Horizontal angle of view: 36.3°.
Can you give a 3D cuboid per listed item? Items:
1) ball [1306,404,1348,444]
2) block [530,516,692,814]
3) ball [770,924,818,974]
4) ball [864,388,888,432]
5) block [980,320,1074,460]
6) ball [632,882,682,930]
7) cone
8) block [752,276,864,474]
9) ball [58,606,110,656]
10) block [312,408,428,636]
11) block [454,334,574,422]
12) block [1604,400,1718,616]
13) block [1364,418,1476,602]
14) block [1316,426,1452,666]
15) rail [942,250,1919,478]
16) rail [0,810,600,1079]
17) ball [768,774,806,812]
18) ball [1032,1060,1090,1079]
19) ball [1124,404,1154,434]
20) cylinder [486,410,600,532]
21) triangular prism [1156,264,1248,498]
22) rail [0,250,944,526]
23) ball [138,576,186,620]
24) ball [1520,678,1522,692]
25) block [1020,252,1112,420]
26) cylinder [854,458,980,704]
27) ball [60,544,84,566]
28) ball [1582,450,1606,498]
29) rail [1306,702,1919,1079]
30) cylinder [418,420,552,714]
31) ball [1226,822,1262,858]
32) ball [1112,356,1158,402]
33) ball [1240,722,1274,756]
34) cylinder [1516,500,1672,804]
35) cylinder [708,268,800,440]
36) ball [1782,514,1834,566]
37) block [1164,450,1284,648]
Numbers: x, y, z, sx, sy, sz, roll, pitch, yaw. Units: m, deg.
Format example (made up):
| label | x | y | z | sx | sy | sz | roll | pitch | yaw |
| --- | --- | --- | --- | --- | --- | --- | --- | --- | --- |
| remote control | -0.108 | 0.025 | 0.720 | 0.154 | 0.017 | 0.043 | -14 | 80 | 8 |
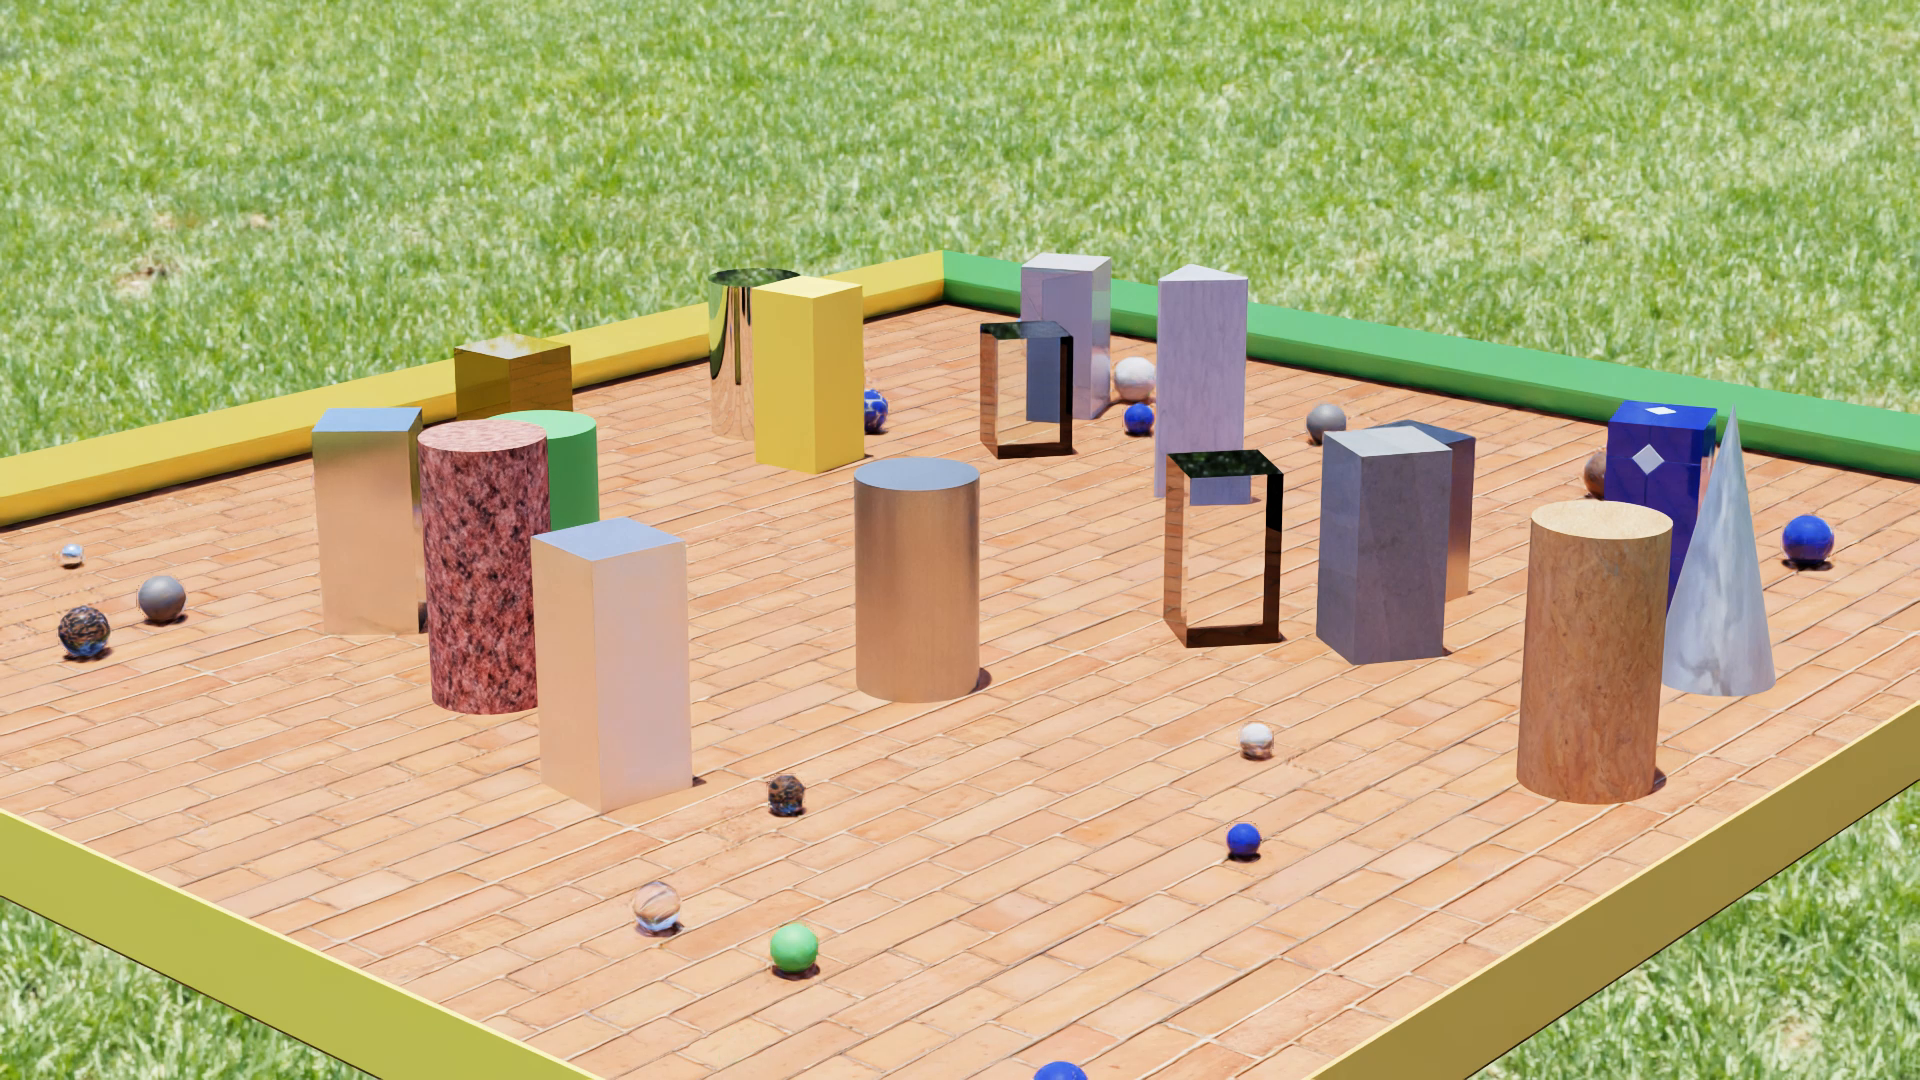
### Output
| label | x | y | z | sx | sy | sz | roll | pitch | yaw |
| --- | --- | --- | --- | --- | --- | --- | --- | --- | --- |
| ball | 0.764 | -0.242 | 6.110 | 0.085 | 0.085 | 0.085 | 0 | 17 | 0 |
| block | -0.500 | 0.177 | 4.215 | 0.158 | 0.375 | 0.158 | -14 | 21 | -38 |
| ball | -0.207 | 0.509 | 3.657 | 0.061 | 0.061 | 0.061 | 0 | 17 | 0 |
| ball | -0.198 | -0.275 | 6.206 | 0.092 | 0.092 | 0.092 | 0 | 17 | 0 |
| block | 0.136 | -0.311 | 6.052 | 0.158 | 0.250 | 0.158 | -4 | 17 | -12 |
| ball | -0.391 | 0.472 | 3.778 | 0.063 | 0.063 | 0.063 | 0 | 17 | 0 |
| cone | 1.213 | 0.001 | 4.660 | 0.198 | 0.457 | 0.198 | 0 | 17 | 0 |
| block | -0.307 | -0.336 | 5.942 | 0.158 | 0.361 | 0.158 | 12 | 21 | 35 |
| ball | -1.438 | 0.150 | 4.814 | 0.082 | 0.082 | 0.082 | 0 | 17 | 0 |
| block | -0.990 | -0.032 | 4.947 | 0.158 | 0.354 | 0.158 | 0 | 17 | -2 |
| block | -0.862 | -0.229 | 5.689 | 0.158 | 0.302 | 0.158 | 14 | 21 | 38 |
| block | 1.199 | -0.053 | 5.045 | 0.158 | 0.336 | 0.158 | 7 | 18 | 21 |
| block | 0.777 | -0.044 | 5.101 | 0.158 | 0.287 | 0.158 | -13 | 21 | -37 |
| block | 0.694 | 0.008 | 4.816 | 0.158 | 0.352 | 0.158 | -5 | 17 | -15 |
| rail | 1.180 | -0.360 | 6.421 | 3.285 | 0.128 | 0.045 | 14 | 22 | 39 |
| rail | -1.180 | 0.424 | 3.819 | 3.285 | 0.128 | 0.045 | 14 | 22 | 39 |
| ball | -0.247 | 0.360 | 4.164 | 0.053 | 0.053 | 0.053 | 0 | 17 | 0 |
| ball | 0.112 | 0.618 | 3.279 | 0.071 | 0.071 | 0.071 | 0 | 17 | 0 |
| ball | 0.378 | -0.256 | 6.187 | 0.065 | 0.065 | 0.065 | 0 | 17 | 0 |
| cylinder | -0.709 | -0.030 | 4.961 | 0.198 | 0.341 | 0.198 | 0 | 17 | 0 |
| triangular prism | 0.459 | -0.313 | 5.743 | 0.171 | 0.432 | 0.148 | -2 | 17 | -5 |
| rail | -1.222 | -0.274 | 6.136 | 0.045 | 0.128 | 3.646 | 14 | 22 | 39 |
| ball | -1.358 | 0.099 | 4.990 | 0.078 | 0.078 | 0.078 | 0 | 17 | 0 |
| ball | 0.906 | 0.228 | 4.605 | 0.053 | 0.053 | 0.053 | 0 | 17 | 0 |
| block | 0.229 | -0.442 | 6.353 | 0.158 | 0.327 | 0.158 | 5 | 18 | 17 |
| cylinder | -0.068 | 0.062 | 4.646 | 0.198 | 0.347 | 0.198 | 0 | 17 | 0 |
| ball | -1.601 | 0.027 | 5.292 | 0.042 | 0.042 | 0.042 | 0 | 17 | 0 |
| ball | 1.261 | -0.127 | 5.710 | 0.094 | 0.094 | 0.094 | 0 | 17 | 0 |
| rail | 1.222 | 0.338 | 4.104 | 0.045 | 0.128 | 3.646 | 14 | 22 | 39 |
| cylinder | -0.737 | 0.041 | 4.585 | 0.198 | 0.423 | 0.198 | 0 | 17 | 0 |
| ball | 0.387 | 0.411 | 4.007 | 0.048 | 0.048 | 0.048 | 0 | 17 | 0 |
| ball | 0.386 | -0.356 | 6.461 | 0.099 | 0.099 | 0.099 | 0 | 17 | 0 |
| ball | 0.442 | 0.298 | 4.375 | 0.051 | 0.051 | 0.051 | 0 | 17 | 0 |
| cylinder | 0.914 | 0.160 | 4.232 | 0.198 | 0.397 | 0.198 | 0 | 17 | 0 |
| cylinder | -0.430 | -0.393 | 6.189 | 0.198 | 0.328 | 0.198 | 0 | 17 | 0 |
| ball | 1.530 | 0.001 | 5.291 | 0.092 | 0.092 | 0.092 | 0 | 17 | 0 |
| block | 0.438 | 0.013 | 4.901 | 0.158 | 0.293 | 0.158 | -3 | 17 | -10 |
